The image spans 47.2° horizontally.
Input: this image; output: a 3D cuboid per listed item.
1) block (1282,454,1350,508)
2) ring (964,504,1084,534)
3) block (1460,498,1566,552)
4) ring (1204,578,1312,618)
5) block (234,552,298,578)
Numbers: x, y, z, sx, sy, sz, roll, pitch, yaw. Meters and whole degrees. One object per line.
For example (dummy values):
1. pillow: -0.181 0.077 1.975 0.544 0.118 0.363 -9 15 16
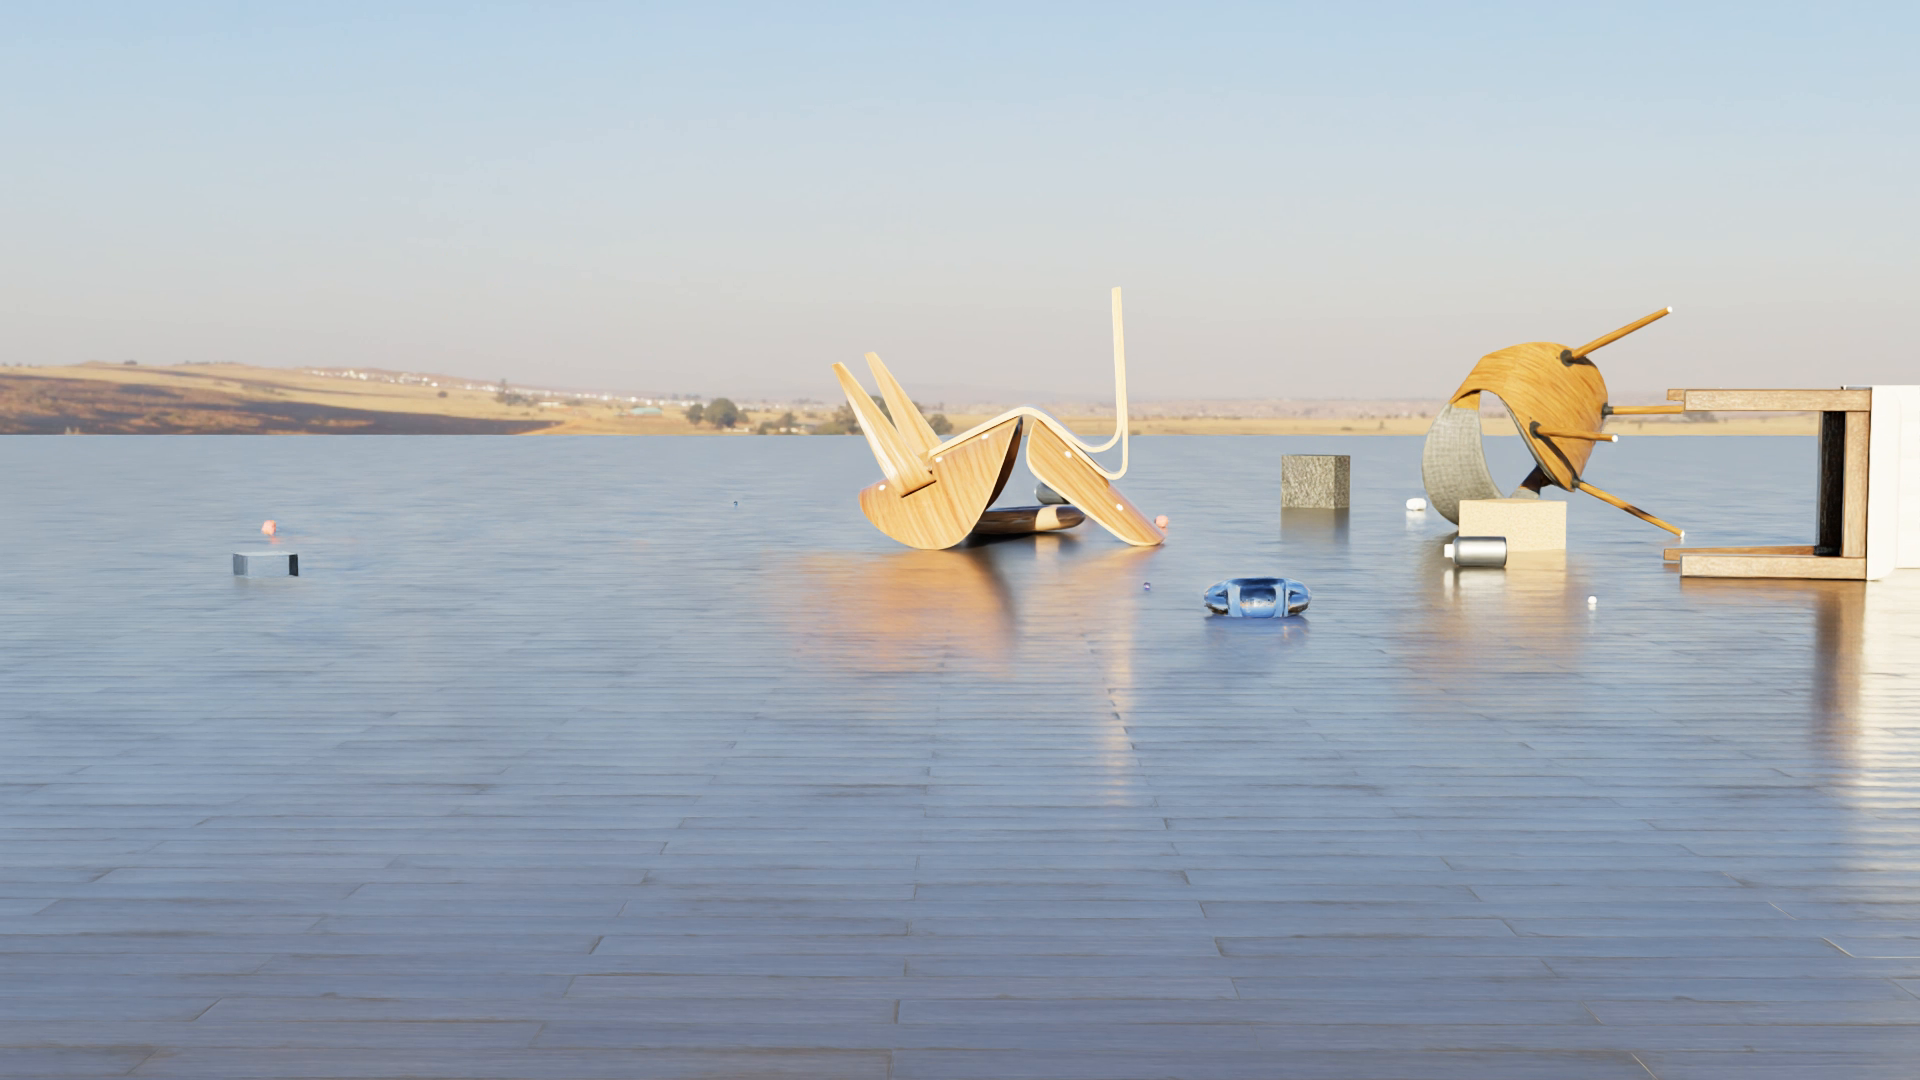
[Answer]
1. block: 1.357 -0.225 8.390 0.220 0.197 0.142 3 5 34
2. ring: 0.204 -0.065 6.917 0.386 0.074 0.305 -4 3 -8
3. block: 1.563 -0.044 6.223 0.211 0.132 0.203 -2 5 -32
4. ring: 0.596 0.115 4.402 0.213 0.064 0.225 -1 6 13
5. block: -1.668 0.060 5.283 0.120 0.054 0.124 -3 5 -33
